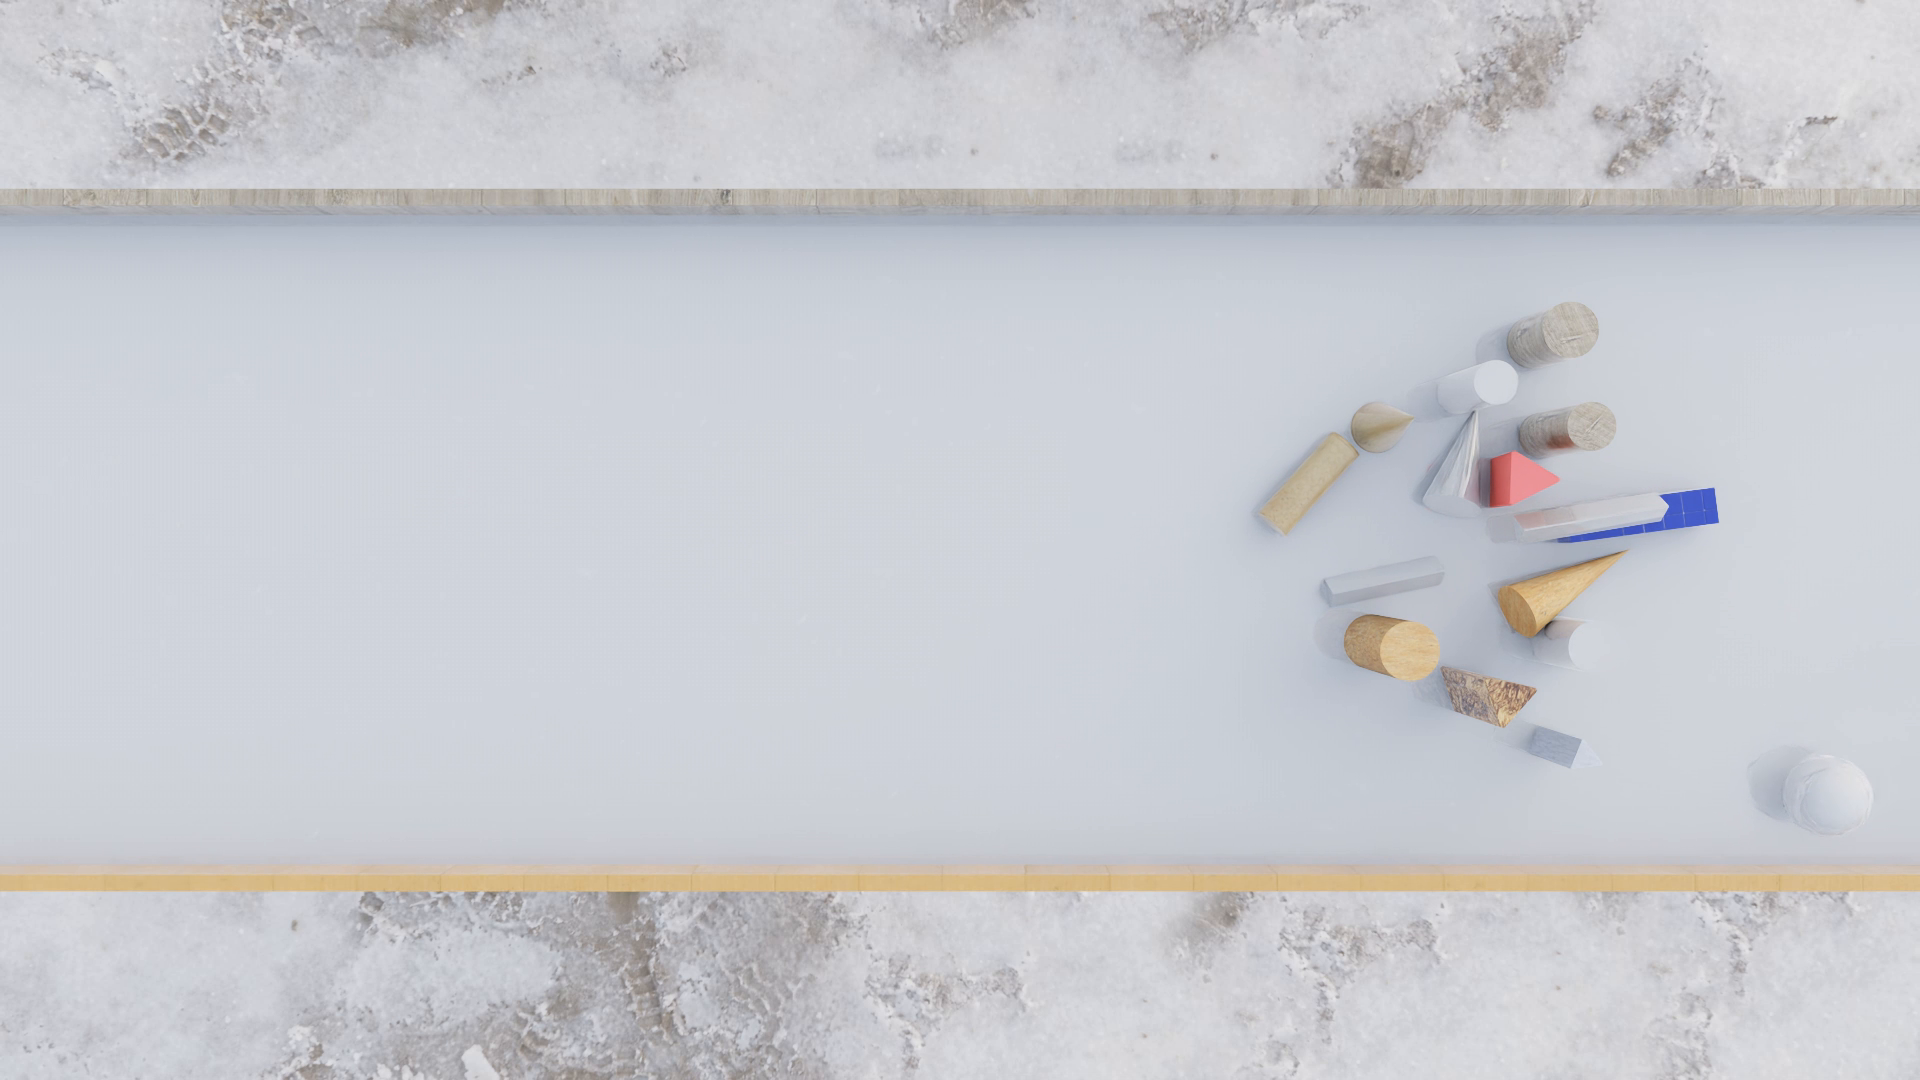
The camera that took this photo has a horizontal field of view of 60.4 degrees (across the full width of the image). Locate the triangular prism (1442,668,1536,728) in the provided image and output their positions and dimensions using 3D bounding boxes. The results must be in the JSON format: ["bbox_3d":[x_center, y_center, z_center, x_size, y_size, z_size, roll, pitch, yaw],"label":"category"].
[{"bbox_3d":[1.527,0.433,4.857,0.126,0.439,0.146,42,90,0],"label":"triangular prism"}]

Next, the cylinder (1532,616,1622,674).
[{"bbox_3d":[1.834,0.310,4.921,0.153,0.312,0.153,0,90,0],"label":"cylinder"}]

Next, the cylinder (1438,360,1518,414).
[{"bbox_3d":[1.532,-0.451,4.894,0.127,0.364,0.127,0,90,0],"label":"cylinder"}]

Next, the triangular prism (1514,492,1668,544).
[{"bbox_3d":[1.887,-0.065,4.929,0.435,0.076,0.087,-9,90,0],"label":"triangular prism"}]

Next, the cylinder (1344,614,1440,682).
[{"bbox_3d":[1.266,0.313,4.859,0.169,0.435,0.169,0,90,0],"label":"cylinder"}]

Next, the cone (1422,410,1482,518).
[{"bbox_3d":[1.541,-0.259,5.034,0.176,0.176,0.340,18,75,0],"label":"cone"}]

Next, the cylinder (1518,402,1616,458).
[{"bbox_3d":[1.789,-0.322,4.872,0.140,0.409,0.140,0,90,0],"label":"cylinder"}]

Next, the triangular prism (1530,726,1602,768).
[{"bbox_3d":[1.790,0.610,4.901,0.091,0.351,0.079,-8,90,0],"label":"triangular prism"}]

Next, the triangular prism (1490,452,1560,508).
[{"bbox_3d":[1.630,-0.193,4.859,0.151,0.427,0.131,-28,85,9],"label":"triangular prism"}]

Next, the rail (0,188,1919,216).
[{"bbox_3d":[-2.247,-1.025,5.002,12.000,0.150,0.050,0,90,0],"label":"rail"}]

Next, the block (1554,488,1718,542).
[{"bbox_3d":[2.057,-0.075,5.023,0.450,0.108,0.108,-8,90,0],"label":"block"}]

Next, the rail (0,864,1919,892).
[{"bbox_3d":[-2.247,1.025,5.001,12.000,0.150,0.050,0,90,0],"label":"rail"}]

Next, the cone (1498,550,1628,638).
[{"bbox_3d":[1.875,0.123,5.034,0.430,0.172,0.172,-27,90,-11],"label":"cone"}]

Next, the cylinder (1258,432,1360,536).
[{"bbox_3d":[1.061,-0.170,5.022,0.110,0.110,0.334,42,90,0],"label":"cylinder"}]

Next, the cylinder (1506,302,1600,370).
[{"bbox_3d":[1.764,-0.607,4.919,0.164,0.314,0.164,0,90,0],"label":"cylinder"}]

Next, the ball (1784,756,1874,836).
[{"bbox_3d":[2.609,0.768,4.957,0.239,0.239,0.239,0,90,0],"label":"ball"}]

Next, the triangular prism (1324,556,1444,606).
[{"bbox_3d":[1.299,0.127,5.036,0.348,0.078,0.090,-12,90,0],"label":"triangular prism"}]

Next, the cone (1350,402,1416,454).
[{"bbox_3d":[1.282,-0.346,4.860,0.158,0.432,0.158,0,90,0],"label":"cone"}]
